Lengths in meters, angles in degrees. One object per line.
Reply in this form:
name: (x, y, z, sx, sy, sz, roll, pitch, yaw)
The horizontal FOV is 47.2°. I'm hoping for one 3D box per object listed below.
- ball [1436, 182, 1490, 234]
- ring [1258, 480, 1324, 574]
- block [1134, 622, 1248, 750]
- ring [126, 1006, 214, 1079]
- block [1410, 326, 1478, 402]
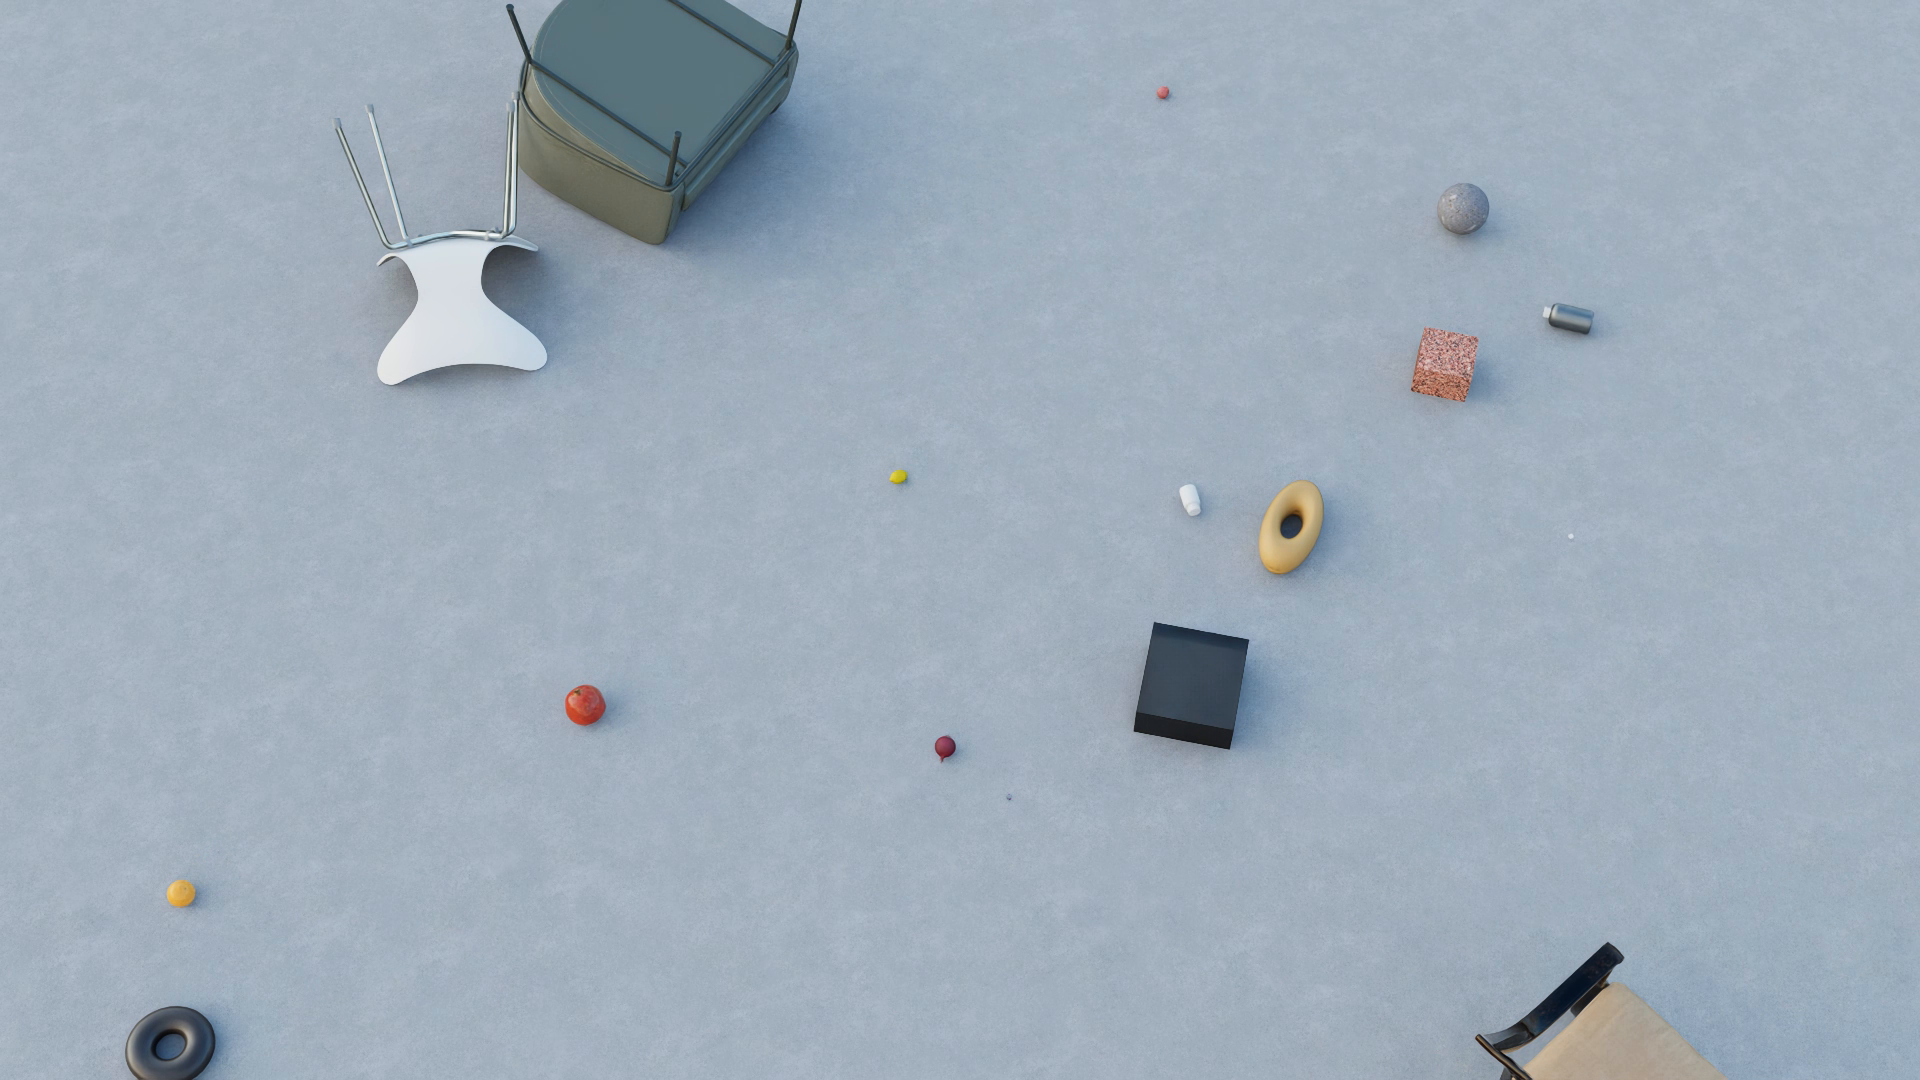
ball: (1.648, -1.085, 7.200, 0.168, 0.168, 0.168, 0, 56, 0)
ring: (0.985, -0.040, 6.537, 0.172, 0.108, 0.334, 20, 59, 11)
block: (0.656, 0.412, 6.230, 0.274, 0.113, 0.301, 10, 57, 7)
ring: (-2.034, 1.304, 5.663, 0.228, 0.060, 0.217, 11, 56, 6)
block: (1.515, -0.549, 6.872, 0.170, 0.117, 0.170, 12, 57, 8)
